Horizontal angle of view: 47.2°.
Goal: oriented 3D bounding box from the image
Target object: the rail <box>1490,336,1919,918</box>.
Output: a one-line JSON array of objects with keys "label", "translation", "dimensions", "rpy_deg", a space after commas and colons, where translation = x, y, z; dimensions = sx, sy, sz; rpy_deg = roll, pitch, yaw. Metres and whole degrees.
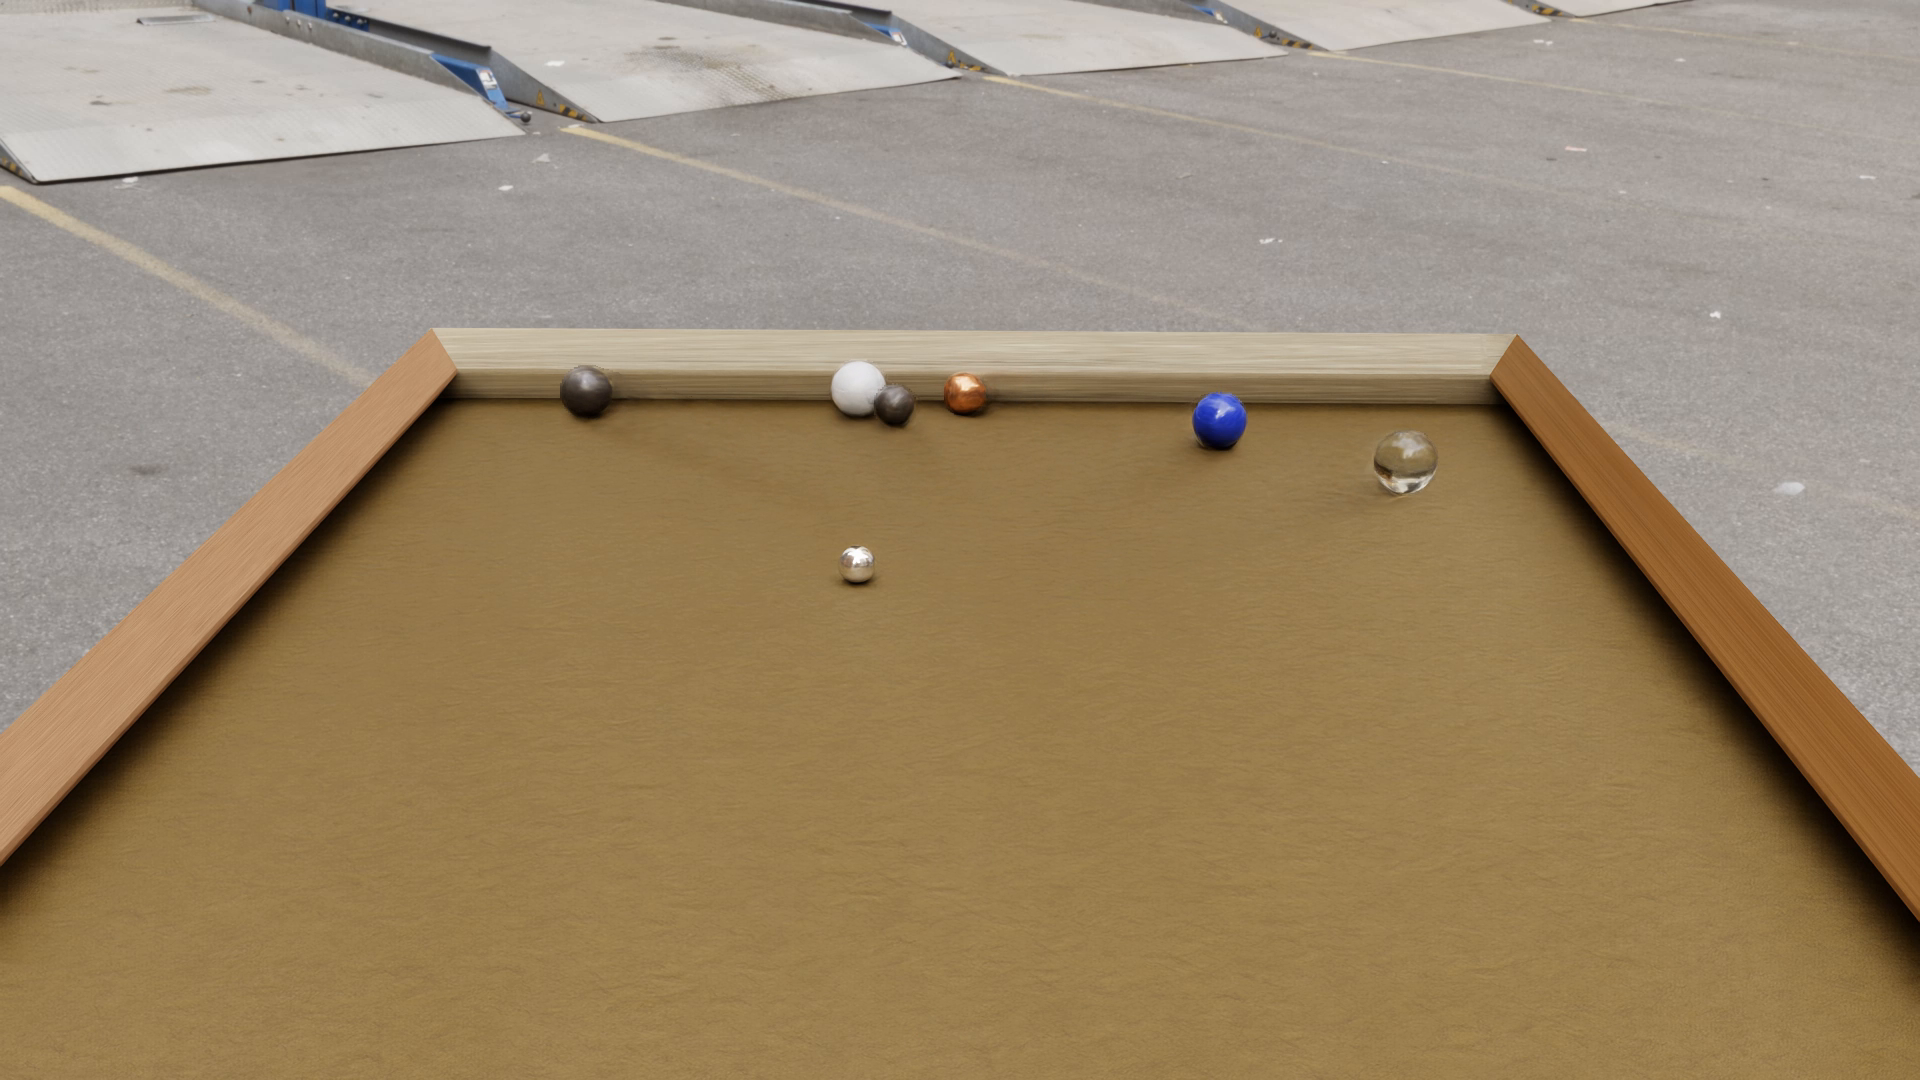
[{"label": "rail", "translation": [0.735, 0.220, 1.794], "dimensions": [0.045, 0.102, 2.833], "rpy_deg": [0, 19, 1]}]

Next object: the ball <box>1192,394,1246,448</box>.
[{"label": "ball", "translation": [0.346, -0.159, 2.936], "dimensions": [0.072, 0.072, 0.072], "rpy_deg": [0, 19, 0]}]

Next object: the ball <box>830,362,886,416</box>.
[{"label": "ball", "translation": [-0.142, -0.211, 3.078], "dimensions": [0.078, 0.078, 0.078], "rpy_deg": [0, 19, 0]}]

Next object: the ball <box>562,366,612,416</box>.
[{"label": "ball", "translation": [-0.522, -0.208, 3.081], "dimensions": [0.069, 0.069, 0.069], "rpy_deg": [0, 19, 0]}]

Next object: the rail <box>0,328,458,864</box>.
[{"label": "rail", "translation": [-0.768, 0.208, 1.827], "dimensions": [0.045, 0.102, 2.833], "rpy_deg": [0, 19, 1]}]

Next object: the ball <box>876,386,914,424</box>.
[{"label": "ball", "translation": [-0.090, -0.187, 3.043], "dimensions": [0.054, 0.054, 0.054], "rpy_deg": [0, 19, 0]}]

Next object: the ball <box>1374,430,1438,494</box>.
[{"label": "ball", "translation": [0.557, -0.097, 2.748], "dimensions": [0.078, 0.078, 0.078], "rpy_deg": [0, 19, 0]}]

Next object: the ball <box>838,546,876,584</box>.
[{"label": "ball", "translation": [-0.114, 0.027, 2.445], "dimensions": [0.042, 0.042, 0.042], "rpy_deg": [0, 19, 0]}]

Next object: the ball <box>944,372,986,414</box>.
[{"label": "ball", "translation": [0.008, -0.206, 3.092], "dimensions": [0.058, 0.058, 0.058], "rpy_deg": [0, 19, 0]}]

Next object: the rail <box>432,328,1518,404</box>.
[{"label": "rail", "translation": [0.016, -0.242, 3.127], "dimensions": [1.550, 0.102, 0.045], "rpy_deg": [0, 19, 1]}]
